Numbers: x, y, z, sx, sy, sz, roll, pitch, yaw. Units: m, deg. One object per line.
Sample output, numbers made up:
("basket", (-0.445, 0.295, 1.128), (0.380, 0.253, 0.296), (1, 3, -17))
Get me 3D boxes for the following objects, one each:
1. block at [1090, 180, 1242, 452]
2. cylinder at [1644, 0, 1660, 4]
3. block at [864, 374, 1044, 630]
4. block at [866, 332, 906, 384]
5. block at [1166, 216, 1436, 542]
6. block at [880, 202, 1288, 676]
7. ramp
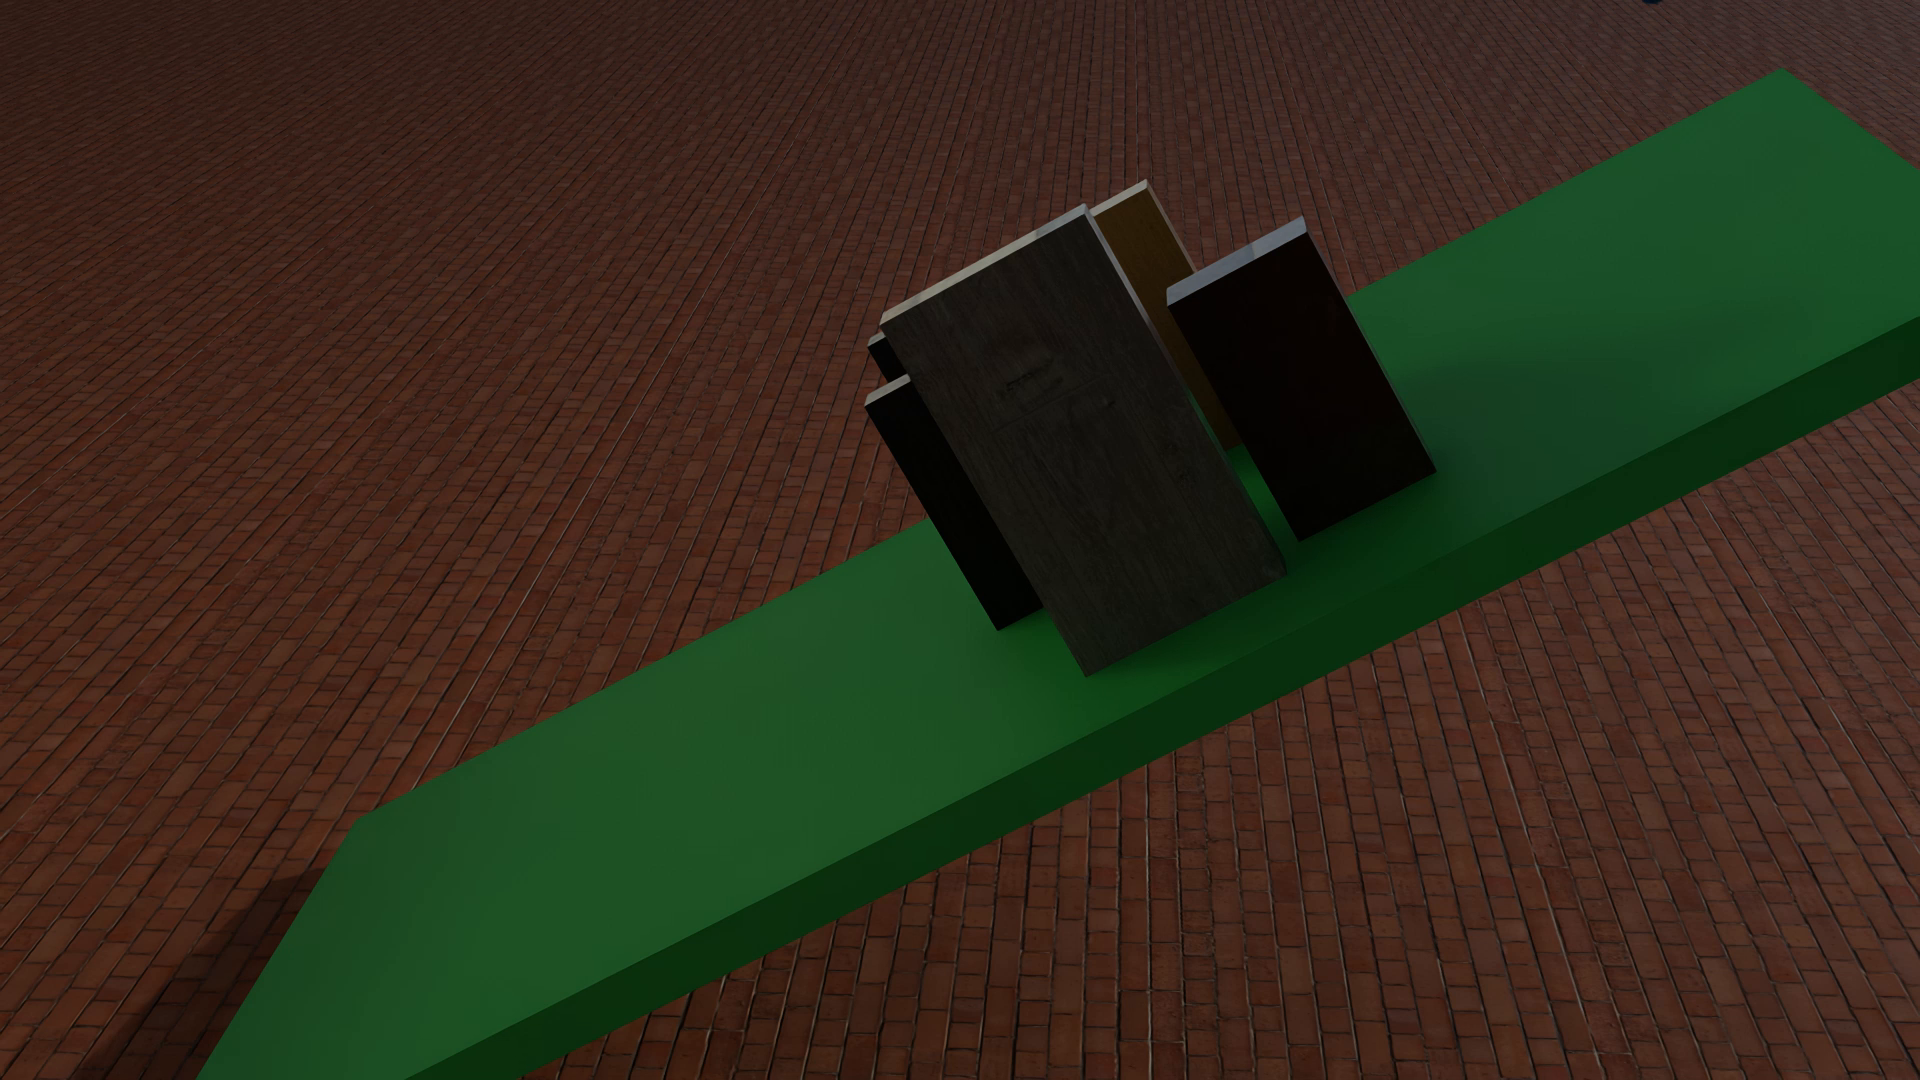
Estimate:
("block", (0.386, -0.431, 6.407), (0.371, 0.596, 0.098), (-28, 15, 12))
("cylinder", (1.421, -1.191, 6.099), (0.113, 0.113, 0.113), (-13, 48, -34))
("block", (0.129, -0.153, 6.066), (0.427, 0.554, 0.092), (-28, 15, 12))
("block", (0.078, -0.344, 6.926), (0.389, 0.500, 0.089), (-28, 15, 12))
("block", (0.648, -0.305, 5.594), (0.293, 0.528, 0.145), (-28, 15, 12))
("block", (0.234, -0.179, 5.479), (0.429, 0.783, 0.097), (-28, 15, 12))
("ramp", (0.142, 0.167, 6.283), (4.000, 0.100, 2.000), (-28, 15, 12))
